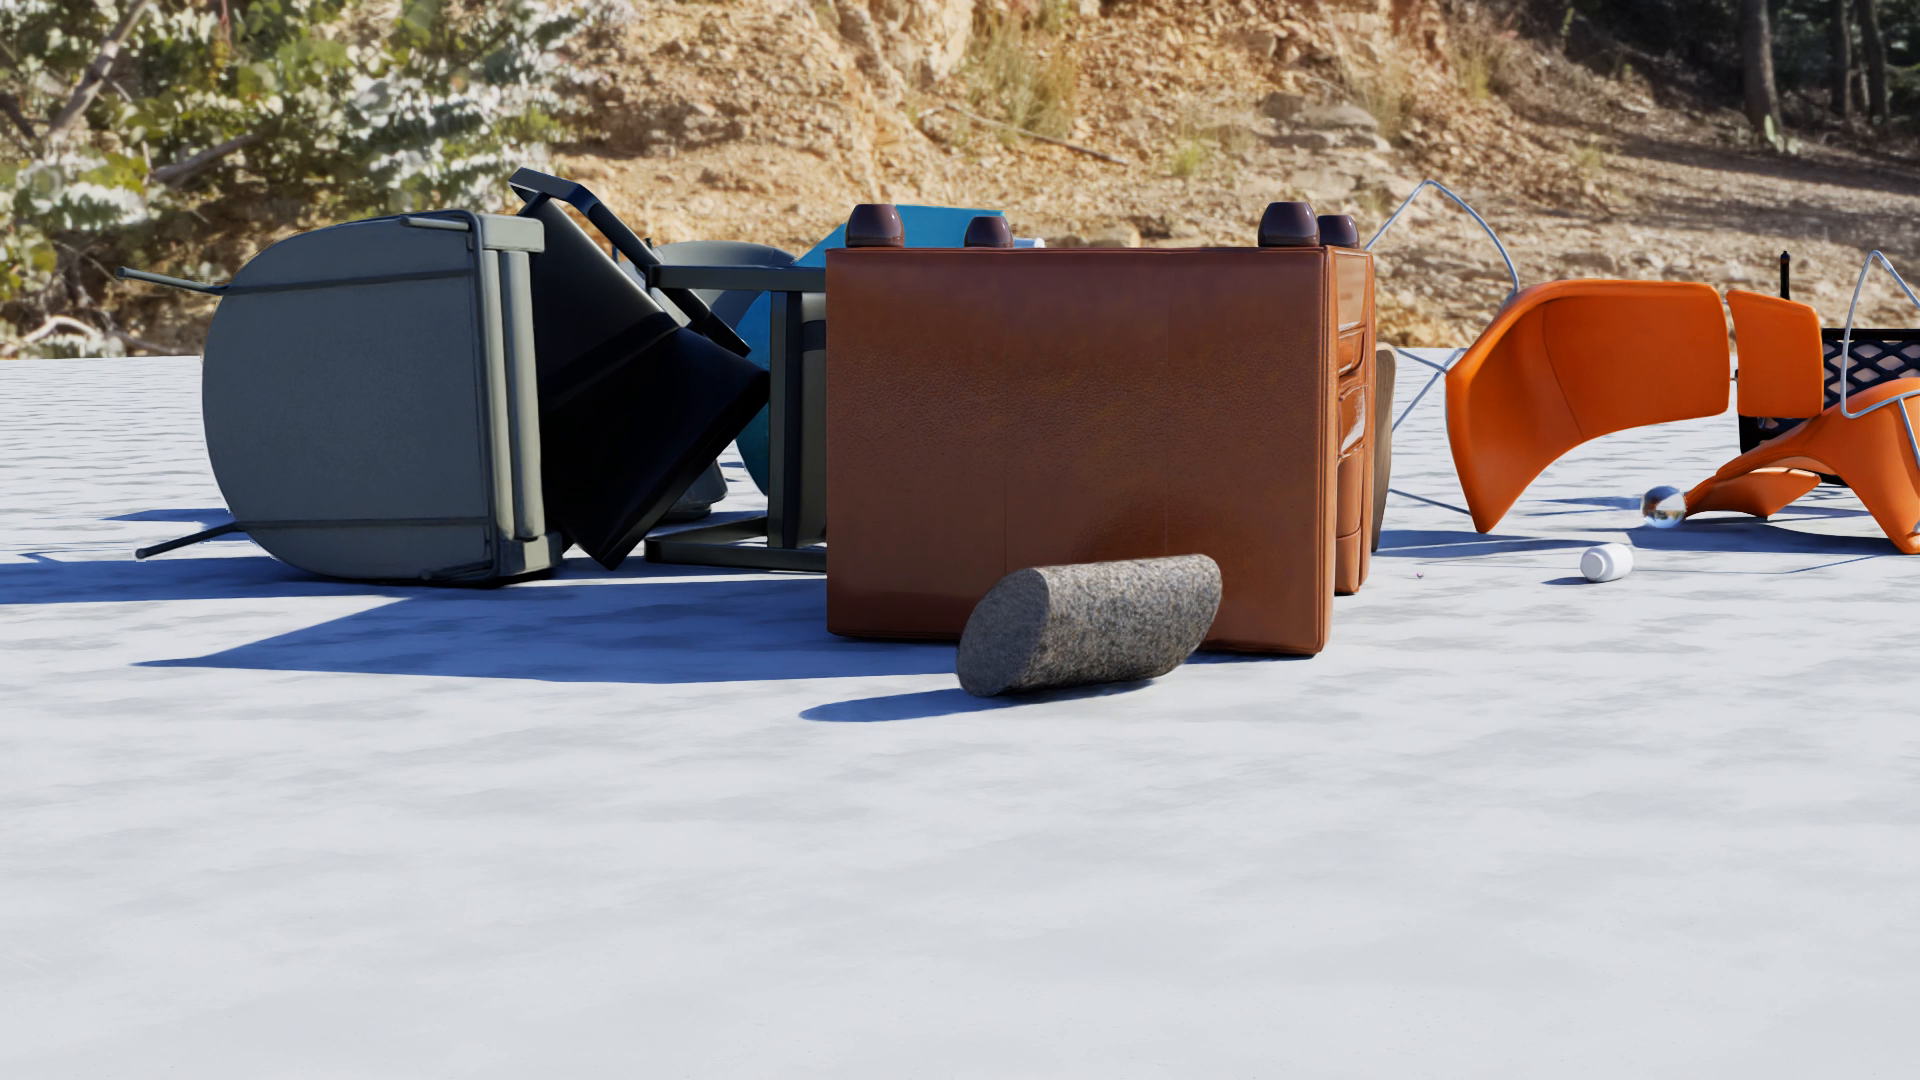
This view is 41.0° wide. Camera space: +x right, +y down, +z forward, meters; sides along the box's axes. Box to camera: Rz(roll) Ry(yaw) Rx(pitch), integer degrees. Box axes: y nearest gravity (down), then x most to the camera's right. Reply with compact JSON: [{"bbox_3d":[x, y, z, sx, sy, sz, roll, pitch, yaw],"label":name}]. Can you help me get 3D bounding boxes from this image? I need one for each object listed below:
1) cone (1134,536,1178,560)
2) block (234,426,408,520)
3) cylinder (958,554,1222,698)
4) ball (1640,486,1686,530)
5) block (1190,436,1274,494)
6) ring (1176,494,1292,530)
[{"bbox_3d":[0.462,0.050,5.736,0.086,0.085,0.135,33,-1,-42],"label":"cone"},{"bbox_3d":[-1.772,-0.191,7.134,0.353,0.231,0.334,1,6,11],"label":"block"},{"bbox_3d":[0.204,0.135,4.046,0.339,0.147,0.291,-4,-32,-35],"label":"cylinder"},{"bbox_3d":[1.830,-0.085,6.680,0.115,0.115,0.115,0,6,0],"label":"ball"},{"bbox_3d":[0.836,-0.231,7.875,0.238,0.159,0.206,1,6,10],"label":"block"},{"bbox_3d":[0.718,-0.072,6.724,0.345,0.082,0.196,-2,7,-29],"label":"ring"}]
